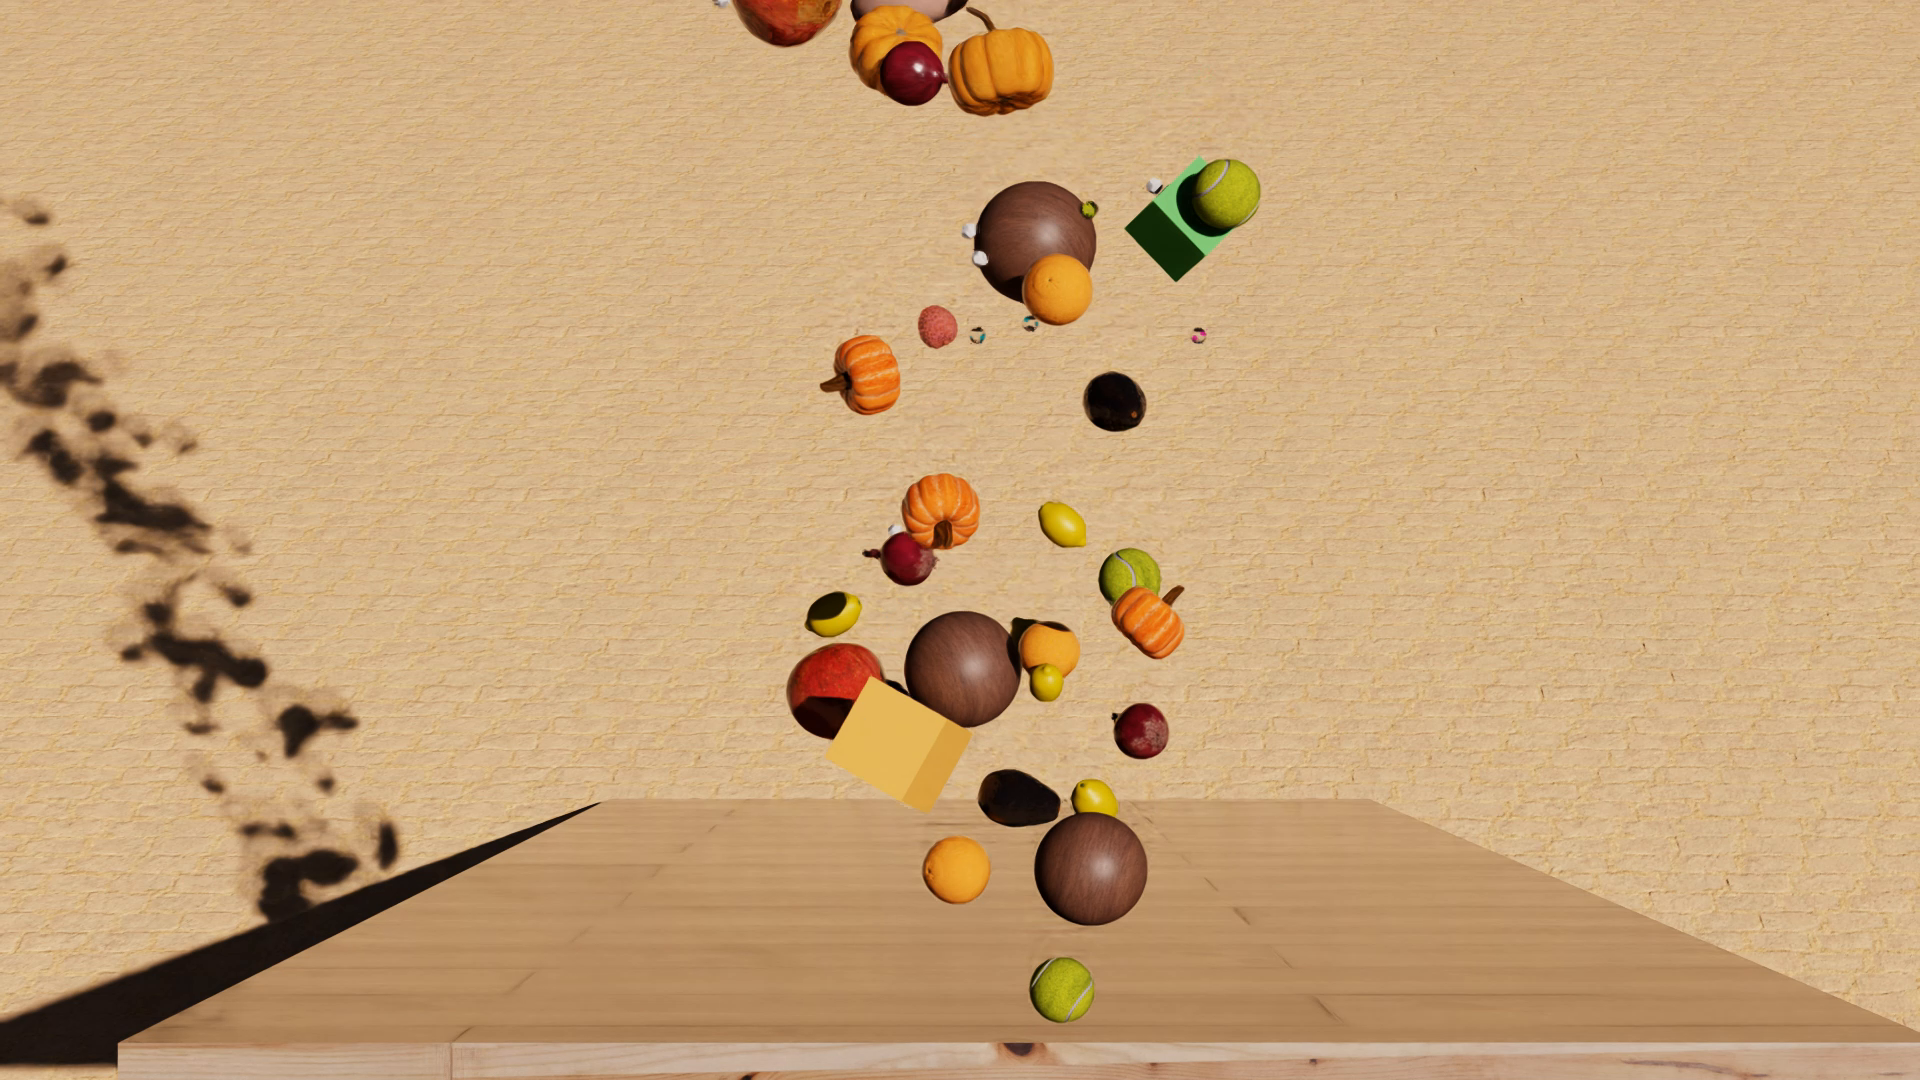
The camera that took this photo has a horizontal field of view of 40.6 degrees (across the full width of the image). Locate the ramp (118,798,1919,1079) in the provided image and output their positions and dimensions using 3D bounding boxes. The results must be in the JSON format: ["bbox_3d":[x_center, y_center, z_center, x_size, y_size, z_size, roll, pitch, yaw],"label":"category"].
[{"bbox_3d":[0.078,0.666,4.842,2.000,0.100,4.000,0,-2,0],"label":"ramp"}]

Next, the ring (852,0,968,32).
[{"bbox_3d":[-0.048,-0.535,2.559,0.122,0.041,0.122,-12,26,6],"label":"ring"}]

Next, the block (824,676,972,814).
[{"bbox_3d":[-0.063,0.216,2.729,0.097,0.097,0.097,28,86,21],"label":"block"}]

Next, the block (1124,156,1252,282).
[{"bbox_3d":[0.232,-0.327,2.649,0.077,0.077,0.077,46,66,-3],"label":"block"}]
